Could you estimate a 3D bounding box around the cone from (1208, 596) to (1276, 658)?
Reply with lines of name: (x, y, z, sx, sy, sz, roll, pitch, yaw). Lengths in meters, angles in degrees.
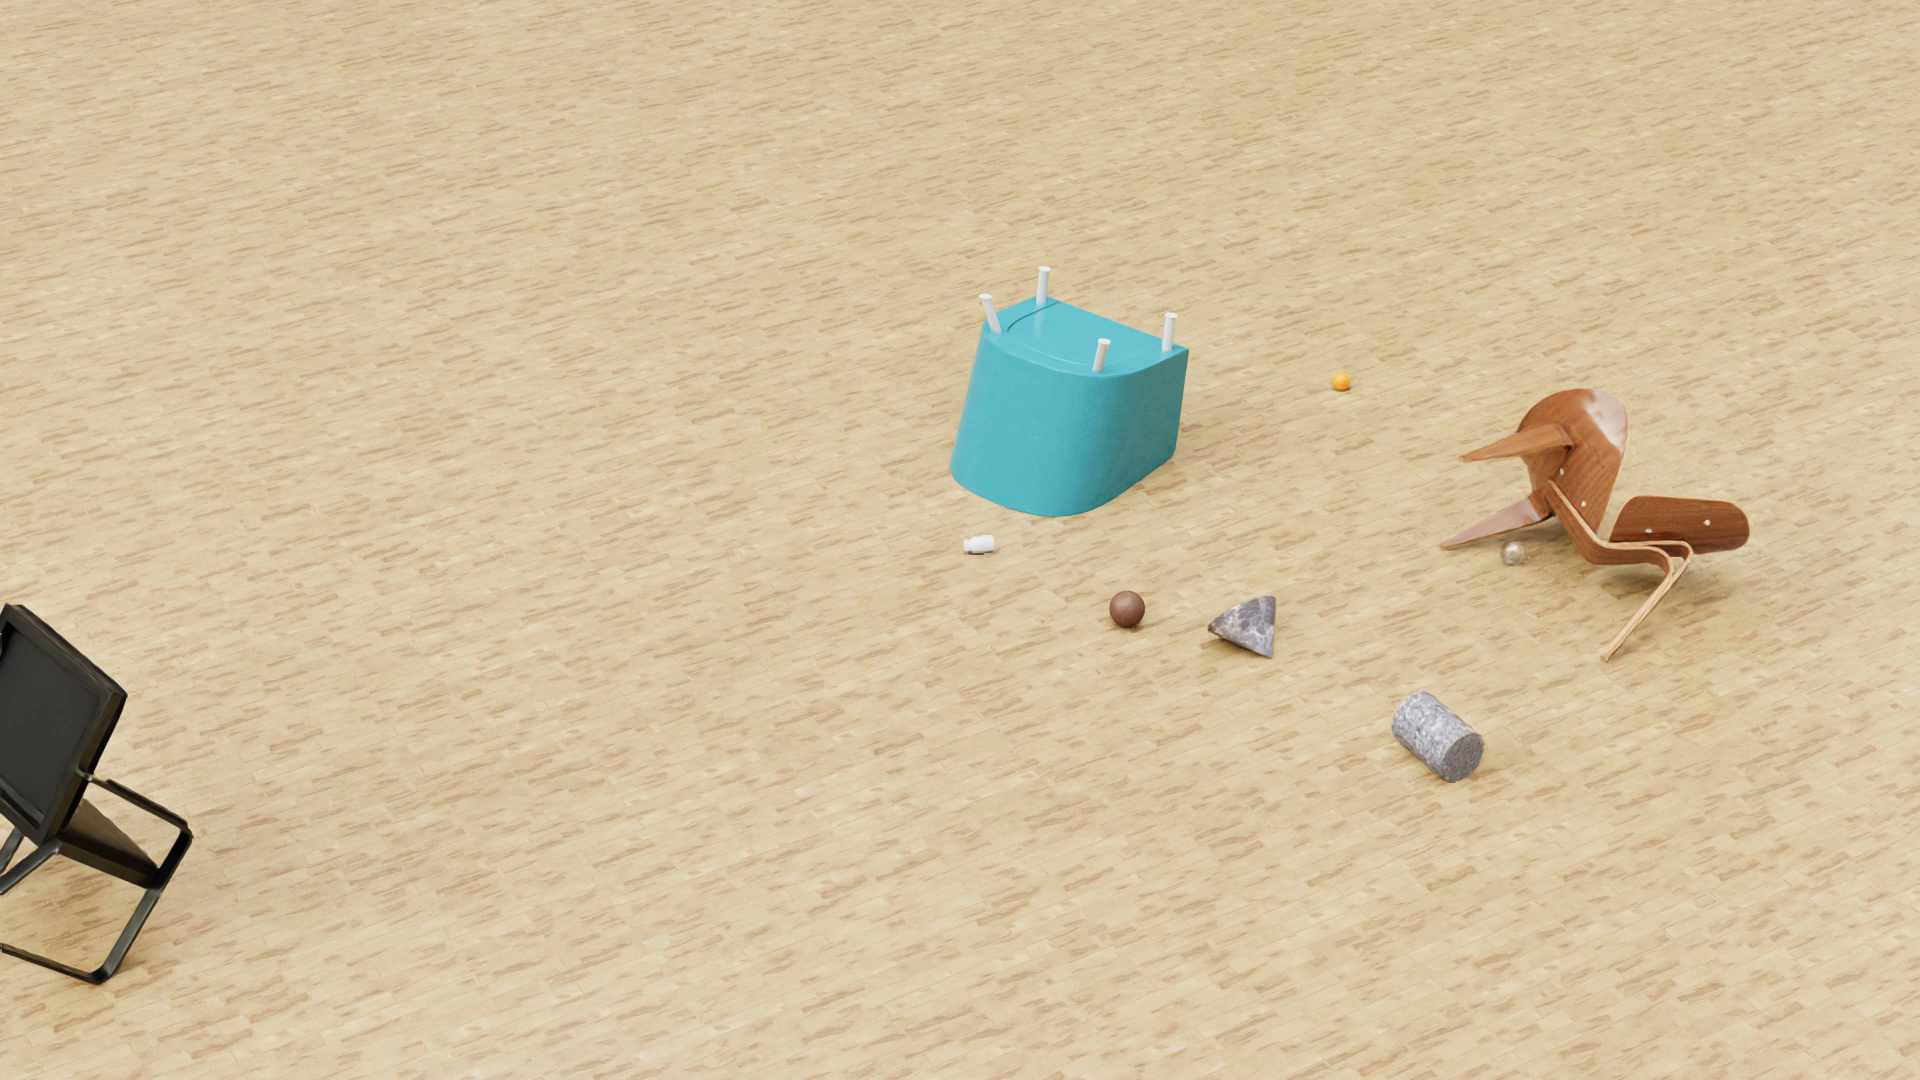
cone: (1.047, 0.341, 10.341, 0.338, 0.203, 0.197, -13, 63, -43)

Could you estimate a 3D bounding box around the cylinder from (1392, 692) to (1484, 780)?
cylinder: (1.595, 0.654, 9.782, 0.179, 0.187, 0.267, -5, 31, -33)

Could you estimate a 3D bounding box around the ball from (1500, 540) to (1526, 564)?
ball: (2.036, 0.043, 10.796, 0.091, 0.091, 0.091, 0, 33, 0)
